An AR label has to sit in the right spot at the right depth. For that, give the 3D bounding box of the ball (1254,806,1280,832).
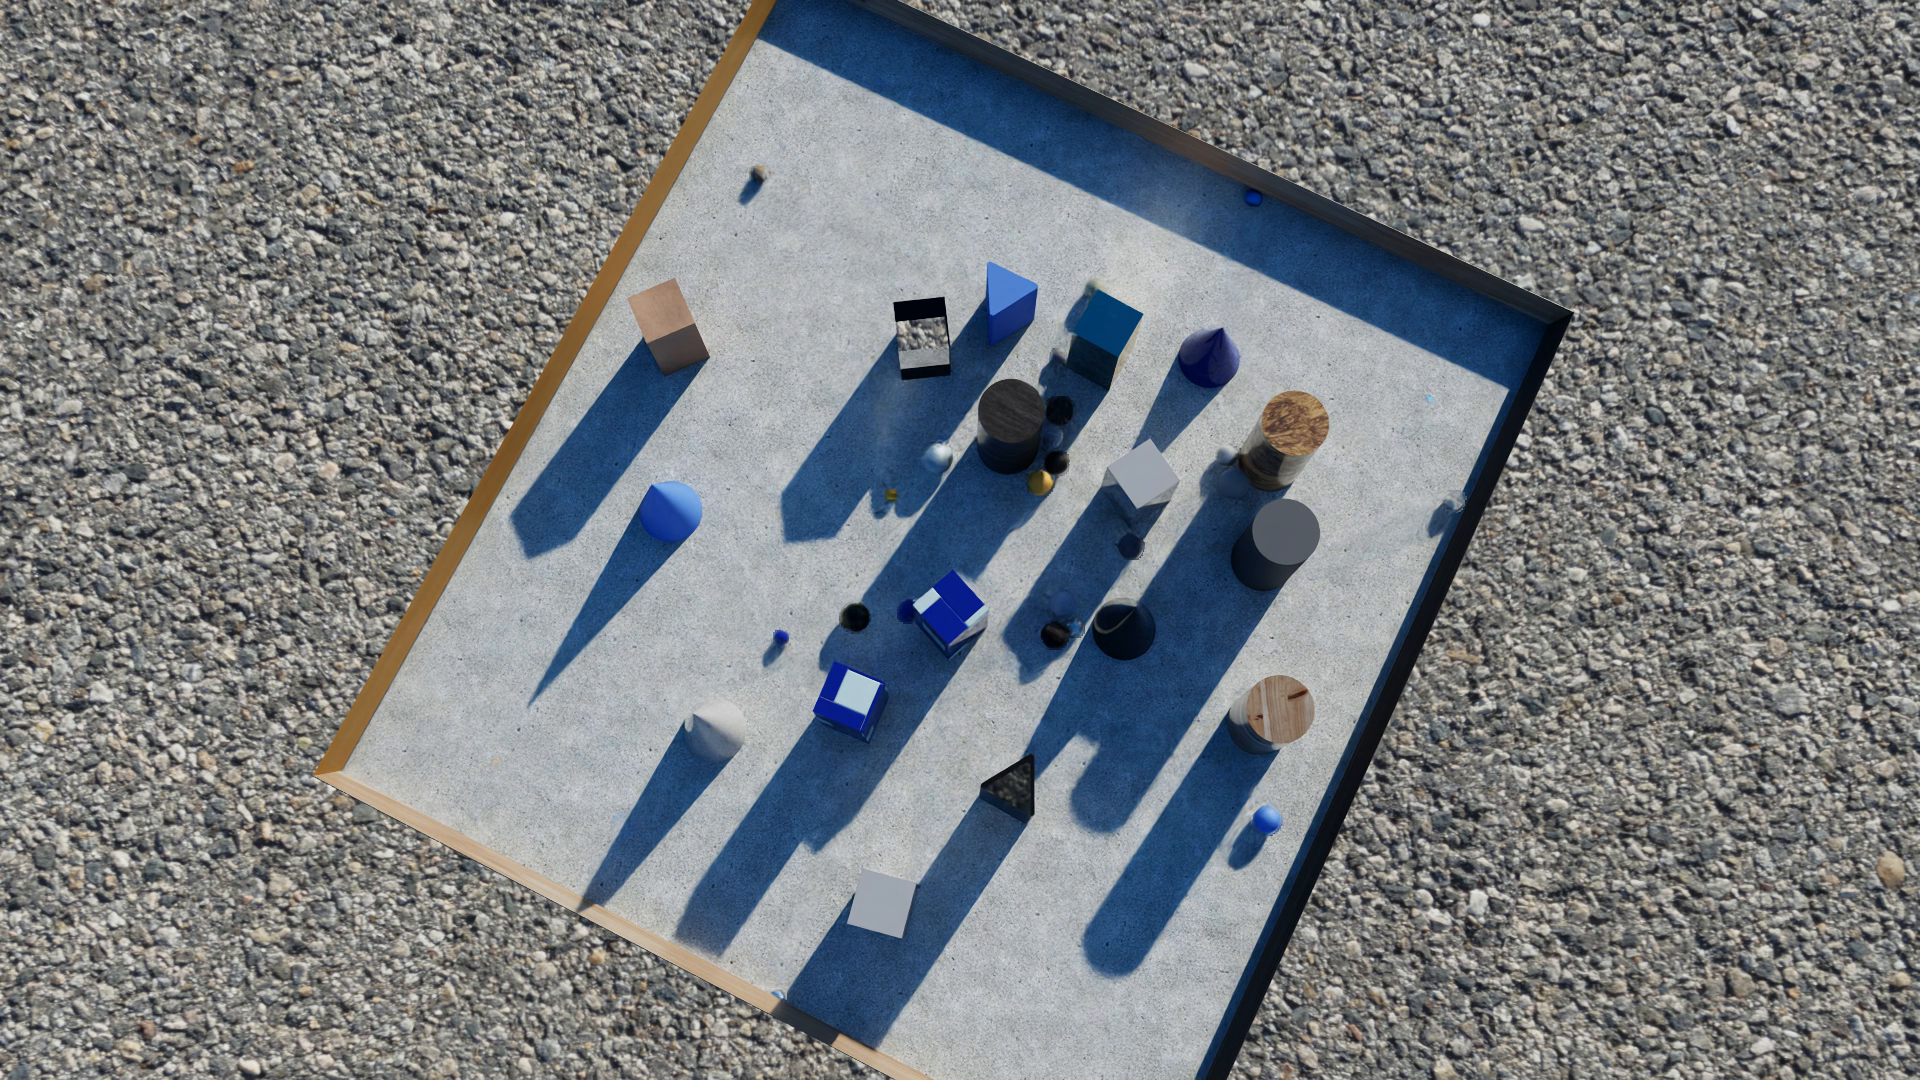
[{"bbox_3d":[0.905,0.824,5.405,0.080,0.080,0.080,0,78,0],"label":"ball"}]

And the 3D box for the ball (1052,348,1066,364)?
[{"bbox_3d":[0.307,-0.573,5.711,0.047,0.047,0.047,0,78,0],"label":"ball"}]

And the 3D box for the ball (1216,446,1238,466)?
[{"bbox_3d":[0.821,-0.259,5.638,0.063,0.063,0.063,0,78,0],"label":"ball"}]

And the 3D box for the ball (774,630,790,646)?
[{"bbox_3d":[-0.537,0.295,5.532,0.046,0.046,0.046,0,78,0],"label":"ball"}]

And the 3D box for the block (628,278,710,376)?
[{"bbox_3d":[-0.884,-0.644,5.578,0.154,0.336,0.154,-24,79,-5],"label":"block"}]

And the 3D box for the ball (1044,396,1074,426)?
[{"bbox_3d":[0.306,-0.398,5.654,0.089,0.089,0.089,0,78,0],"label":"ball"}]

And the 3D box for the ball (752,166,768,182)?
[{"bbox_3d":[-0.638,-1.164,5.831,0.051,0.051,0.051,0,78,0],"label":"ball"}]

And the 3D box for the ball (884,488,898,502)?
[{"bbox_3d":[-0.210,-0.137,5.624,0.041,0.041,0.041,0,78,0],"label":"ball"}]

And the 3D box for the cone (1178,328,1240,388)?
[{"bbox_3d":[0.780,-0.599,5.585,0.193,0.305,0.193,0,78,0],"label":"cone"}]

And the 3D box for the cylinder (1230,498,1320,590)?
[{"bbox_3d":[0.924,0.019,5.398,0.193,0.420,0.193,0,78,0],"label":"cylinder"}]

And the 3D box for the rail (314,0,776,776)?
[{"bbox_3d":[-1.207,-0.584,5.672,0.045,0.125,2.961,26,80,5],"label":"rail"}]

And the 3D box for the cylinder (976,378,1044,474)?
[{"bbox_3d":[0.148,-0.335,5.489,0.193,0.386,0.193,0,78,0],"label":"cylinder"}]

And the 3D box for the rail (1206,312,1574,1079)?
[{"bbox_3d":[1.207,0.598,5.428,0.045,0.125,2.961,26,80,5],"label":"rail"}]

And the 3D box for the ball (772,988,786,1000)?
[{"bbox_3d":[-0.529,1.326,5.320,0.044,0.044,0.044,0,78,0],"label":"ball"}]

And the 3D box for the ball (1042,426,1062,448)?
[{"bbox_3d":[0.285,-0.317,5.649,0.065,0.065,0.065,0,78,0],"label":"ball"}]

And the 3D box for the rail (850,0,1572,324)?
[{"bbox_3d":[0.651,-1.269,5.814,2.746,0.125,0.045,26,80,5],"label":"rail"}]

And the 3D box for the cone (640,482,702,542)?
[{"bbox_3d":[-0.889,-0.124,5.458,0.193,0.360,0.193,0,78,0],"label":"cone"}]

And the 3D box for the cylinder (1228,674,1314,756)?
[{"bbox_3d":[0.898,0.512,5.320,0.193,0.372,0.193,0,78,0],"label":"cylinder"}]

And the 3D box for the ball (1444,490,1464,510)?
[{"bbox_3d":[1.514,-0.121,5.612,0.058,0.058,0.058,0,78,0],"label":"ball"}]

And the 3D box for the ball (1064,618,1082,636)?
[{"bbox_3d":[0.343,0.263,5.534,0.055,0.055,0.055,0,78,0],"label":"ball"}]

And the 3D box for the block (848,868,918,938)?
[{"bbox_3d":[-0.214,1.034,5.207,0.154,0.383,0.154,15,79,3],"label":"block"}]

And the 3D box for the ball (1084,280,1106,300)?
[{"bbox_3d":[0.425,-0.783,5.744,0.068,0.068,0.068,0,78,0],"label":"ball"}]

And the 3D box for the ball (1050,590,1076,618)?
[{"bbox_3d":[0.310,0.192,5.535,0.081,0.081,0.081,0,78,0],"label":"ball"}]

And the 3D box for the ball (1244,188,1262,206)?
[{"bbox_3d":[0.930,-1.087,5.812,0.057,0.057,0.057,0,78,0],"label":"ball"}]

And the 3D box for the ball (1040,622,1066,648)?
[{"bbox_3d":[0.282,0.286,5.517,0.079,0.079,0.079,0,78,0],"label":"ball"}]

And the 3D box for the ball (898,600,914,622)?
[{"bbox_3d":[-0.153,0.214,5.538,0.067,0.067,0.067,0,78,0],"label":"ball"}]

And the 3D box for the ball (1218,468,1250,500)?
[{"bbox_3d":[0.838,-0.170,5.602,0.096,0.096,0.096,0,78,0],"label":"ball"}]

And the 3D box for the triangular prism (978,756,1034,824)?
[{"bbox_3d":[0.164,0.697,5.244,0.167,0.446,0.145,29,80,6],"label":"triangular prism"}]

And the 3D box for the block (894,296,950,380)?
[{"bbox_3d":[-0.114,-0.612,5.591,0.154,0.298,0.154,-6,78,-1],"label":"block"}]

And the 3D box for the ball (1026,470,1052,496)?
[{"bbox_3d":[0.244,-0.176,5.613,0.079,0.079,0.079,0,78,0],"label":"ball"}]

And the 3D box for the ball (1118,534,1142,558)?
[{"bbox_3d":[0.517,0.018,5.575,0.074,0.074,0.074,0,78,0],"label":"ball"}]

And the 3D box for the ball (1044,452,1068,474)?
[{"bbox_3d":[0.295,-0.237,5.629,0.072,0.072,0.072,0,78,0],"label":"ball"}]

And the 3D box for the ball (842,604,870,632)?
[{"bbox_3d":[-0.314,0.233,5.524,0.087,0.087,0.087,0,78,0],"label":"ball"}]

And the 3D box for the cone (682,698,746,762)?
[{"bbox_3d":[-0.735,0.524,5.273,0.193,0.460,0.193,0,78,0],"label":"cone"}]

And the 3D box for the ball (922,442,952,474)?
[{"bbox_3d":[-0.070,-0.251,5.620,0.095,0.095,0.095,0,78,0],"label":"ball"}]

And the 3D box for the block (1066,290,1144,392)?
[{"bbox_3d":[0.436,-0.603,5.562,0.154,0.350,0.154,29,80,6],"label":"block"}]

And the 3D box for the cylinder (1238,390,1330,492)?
[{"bbox_3d":[0.957,-0.288,5.447,0.193,0.448,0.193,0,78,0],"label":"cylinder"}]

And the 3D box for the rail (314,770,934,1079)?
[{"bbox_3d":[-0.651,1.282,5.286,2.746,0.125,0.045,26,80,5],"label":"rail"}]

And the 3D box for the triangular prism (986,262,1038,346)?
[{"bbox_3d":[0.124,-0.741,5.615,0.167,0.304,0.145,-33,80,-6],"label":"triangular prism"}]

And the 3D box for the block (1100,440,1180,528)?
[{"bbox_3d":[0.540,-0.168,5.517,0.154,0.263,0.154,-33,80,-6],"label":"block"}]

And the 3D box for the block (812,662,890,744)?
[{"bbox_3d":[-0.314,0.477,5.334,0.154,0.361,0.154,22,79,4],"label":"block"}]

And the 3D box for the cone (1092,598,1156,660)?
[{"bbox_3d":[0.498,0.229,5.366,0.193,0.397,0.193,0,78,0],"label":"cone"}]

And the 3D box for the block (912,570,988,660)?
[{"bbox_3d":[-0.027,0.225,5.401,0.154,0.331,0.154,-41,81,-8],"label":"block"}]
